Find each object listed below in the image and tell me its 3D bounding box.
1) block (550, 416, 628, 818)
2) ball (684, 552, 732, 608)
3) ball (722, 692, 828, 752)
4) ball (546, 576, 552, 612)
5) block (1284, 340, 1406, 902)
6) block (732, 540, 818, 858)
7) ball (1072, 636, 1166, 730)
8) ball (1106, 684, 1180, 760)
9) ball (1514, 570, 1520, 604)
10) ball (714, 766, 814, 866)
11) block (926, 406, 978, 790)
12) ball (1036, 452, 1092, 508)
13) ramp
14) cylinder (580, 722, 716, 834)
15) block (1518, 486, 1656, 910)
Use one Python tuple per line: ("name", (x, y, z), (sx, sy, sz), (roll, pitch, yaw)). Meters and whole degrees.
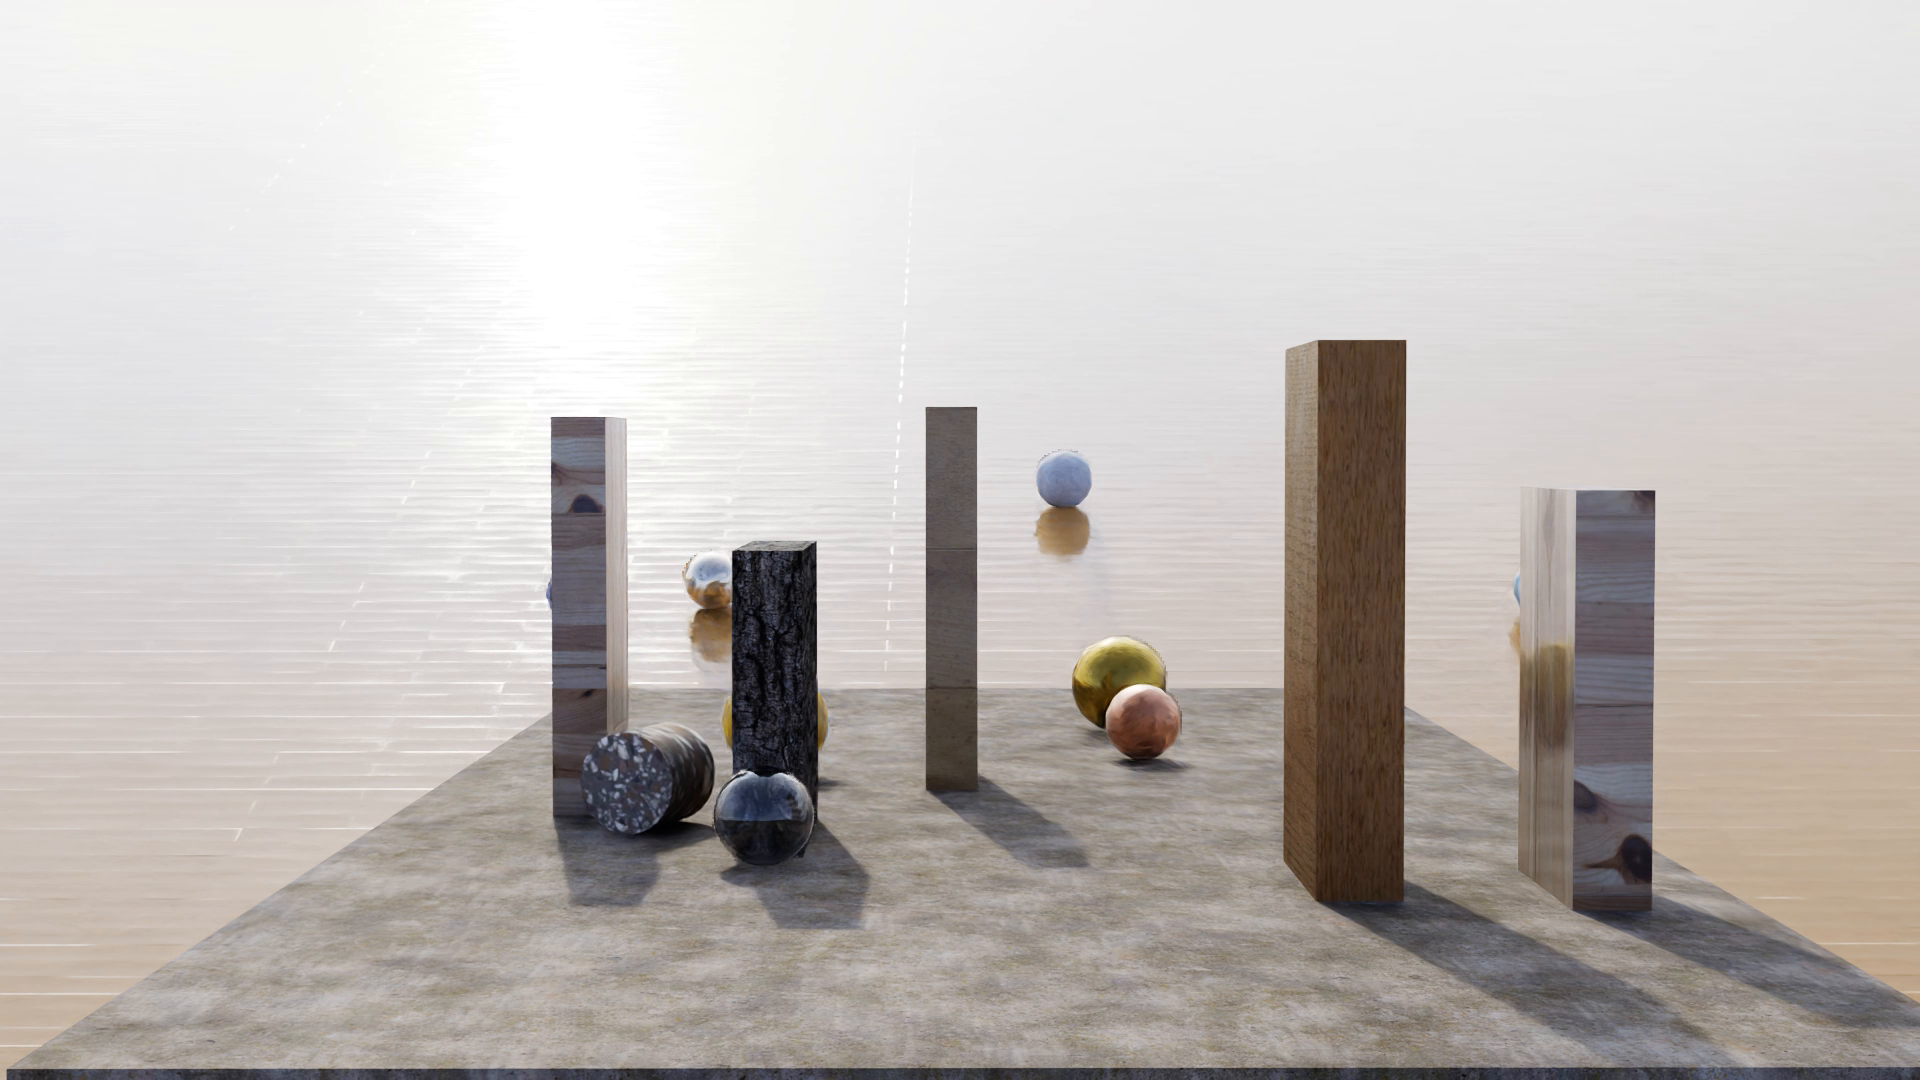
("block", (-0.630, 0.123, 4.397), (0.091, 0.664, 0.280), (0, 2, 0))
("ball", (-0.689, 0.112, 7.169), (0.159, 0.159, 0.159), (0, 24, 0))
("ball", (-0.345, 0.340, 4.813), (0.199, 0.199, 0.199), (0, 24, 0))
("ball", (-1.035, 0.148, 7.048), (0.191, 0.191, 0.191), (0, 24, 0))
("block", (0.539, 0.103, 3.636), (0.119, 0.756, 0.343), (0, 2, 0))
("block", (-0.287, 0.238, 4.046), (0.104, 0.459, 0.409), (0, 2, 0))
("ball", (0.342, 0.310, 5.545), (0.205, 0.205, 0.205), (0, 24, 0))
("ball", (0.358, 0.357, 5.051), (0.148, 0.148, 0.148), (0, 24, 0))
("ball", (1.611, 0.131, 7.130), (0.155, 0.155, 0.155), (0, 24, 0))
("ball", (-0.287, 0.404, 3.774), (0.147, 0.147, 0.147), (0, 24, 0))
("block", (-0.015, 0.100, 4.719), (0.093, 0.685, 0.252), (0, 2, 0))
("ball", (0.316, -0.183, 7.813), (0.173, 0.173, 0.173), (0, 24, 0))
("ramp", (0.055, 0.499, 4.546), (2.000, 0.100, 4.000), (0, 2, 0))
("cylinder", (-0.502, 0.383, 4.155), (0.162, 0.162, 0.162), (9, 5, 19))
("block", (0.862, 0.206, 3.561), (0.105, 0.556, 0.331), (0, 2, 0))
